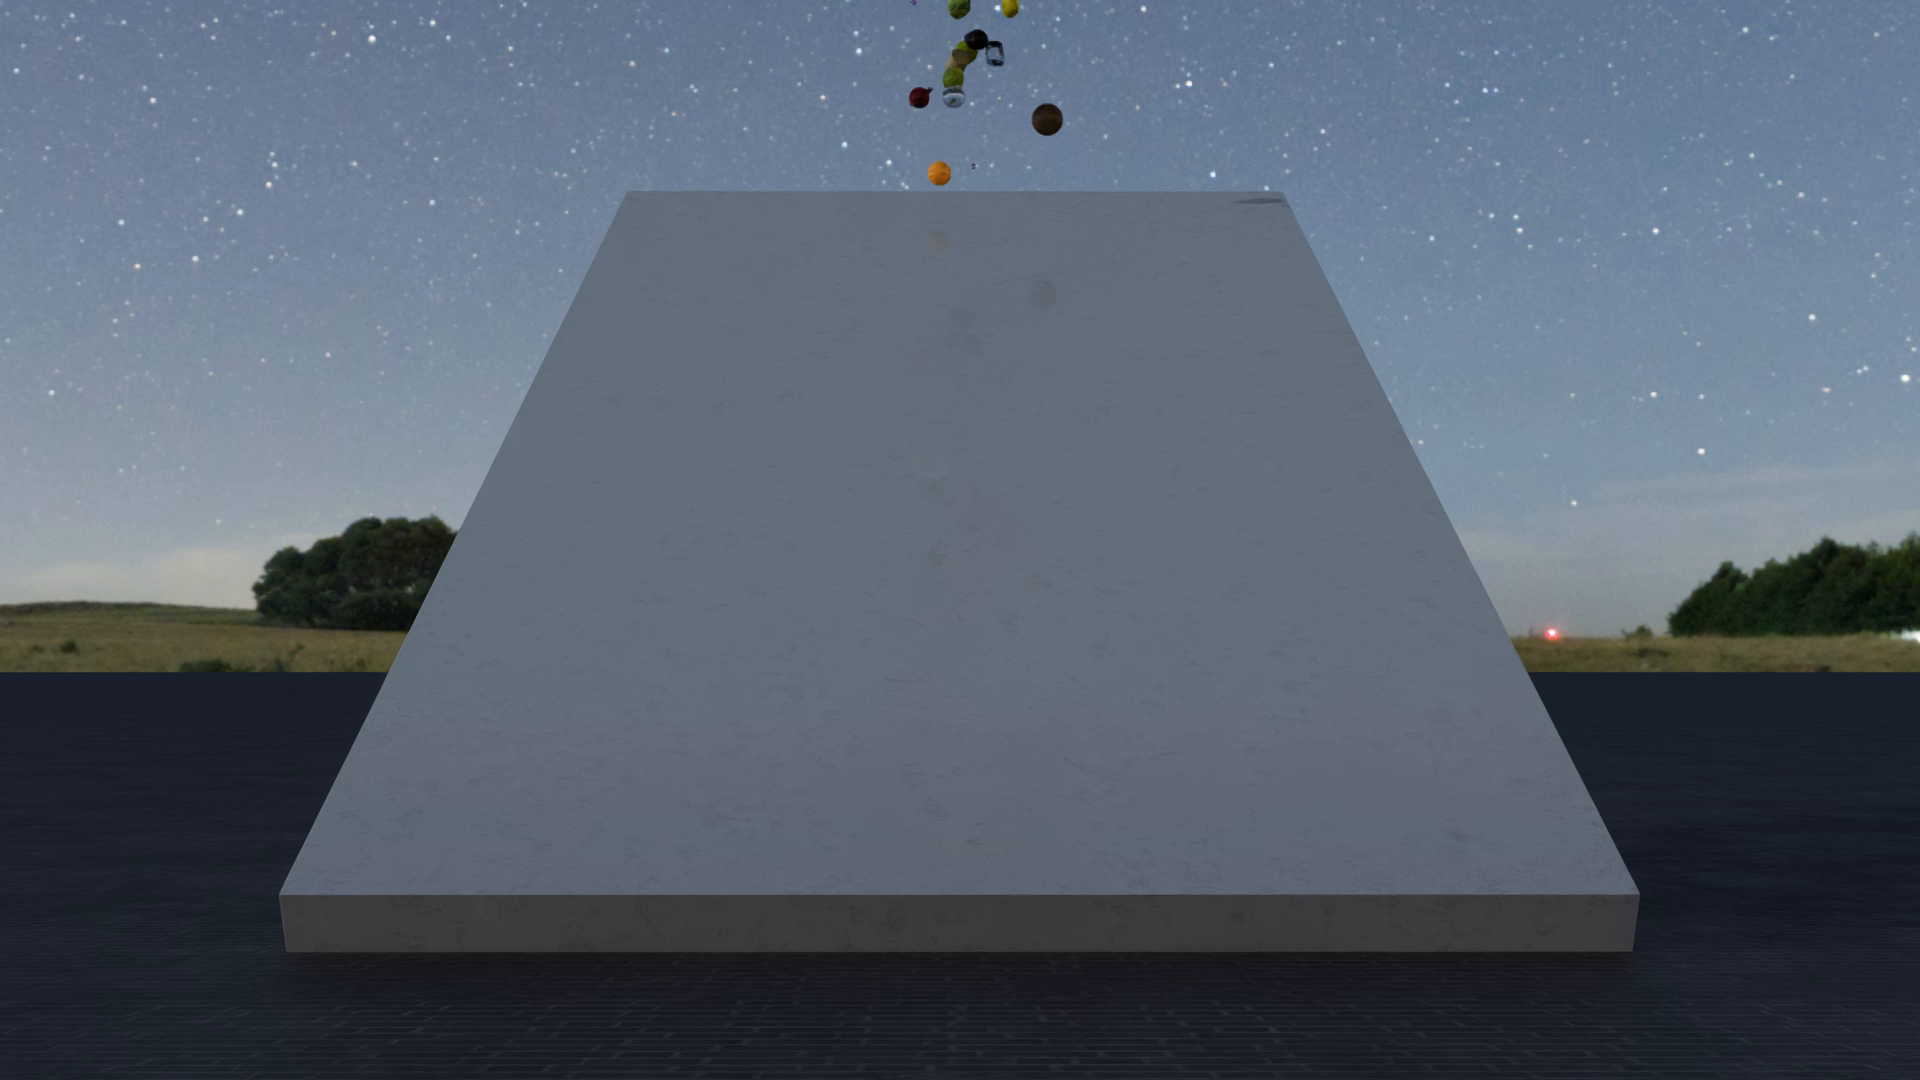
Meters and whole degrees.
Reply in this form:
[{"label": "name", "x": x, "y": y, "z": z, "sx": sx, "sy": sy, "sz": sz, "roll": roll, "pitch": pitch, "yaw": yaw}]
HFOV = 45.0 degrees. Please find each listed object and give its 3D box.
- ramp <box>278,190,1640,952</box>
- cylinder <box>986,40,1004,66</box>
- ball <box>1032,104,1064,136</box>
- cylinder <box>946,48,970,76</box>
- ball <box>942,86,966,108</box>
[{"label": "ramp", "x": -0.008, "y": -0.227, "z": 5.258, "sx": 2.000, "sy": 0.100, "sz": 4.000, "roll": 0, "pitch": 23, "yaw": 0}, {"label": "cylinder", "x": 0.105, "y": -1.447, "z": 6.891, "sx": 0.054, "sy": 0.054, "sz": 0.054, "roll": -4, "pitch": -30, "yaw": -3}, {"label": "ball", "x": 0.260, "y": -1.253, "z": 6.901, "sx": 0.095, "sy": 0.095, "sz": 0.095, "roll": 0, "pitch": -3, "yaw": 0}, {"label": "cylinder", "x": -0.008, "y": -1.439, "z": 6.986, "sx": 0.059, "sy": 0.059, "sz": 0.059, "roll": 1, "pitch": -30, "yaw": -23}, {"label": "ball", "x": -0.018, "y": -1.258, "z": 6.573, "sx": 0.065, "sy": 0.065, "sz": 0.065, "roll": 0, "pitch": -3, "yaw": 0}]
